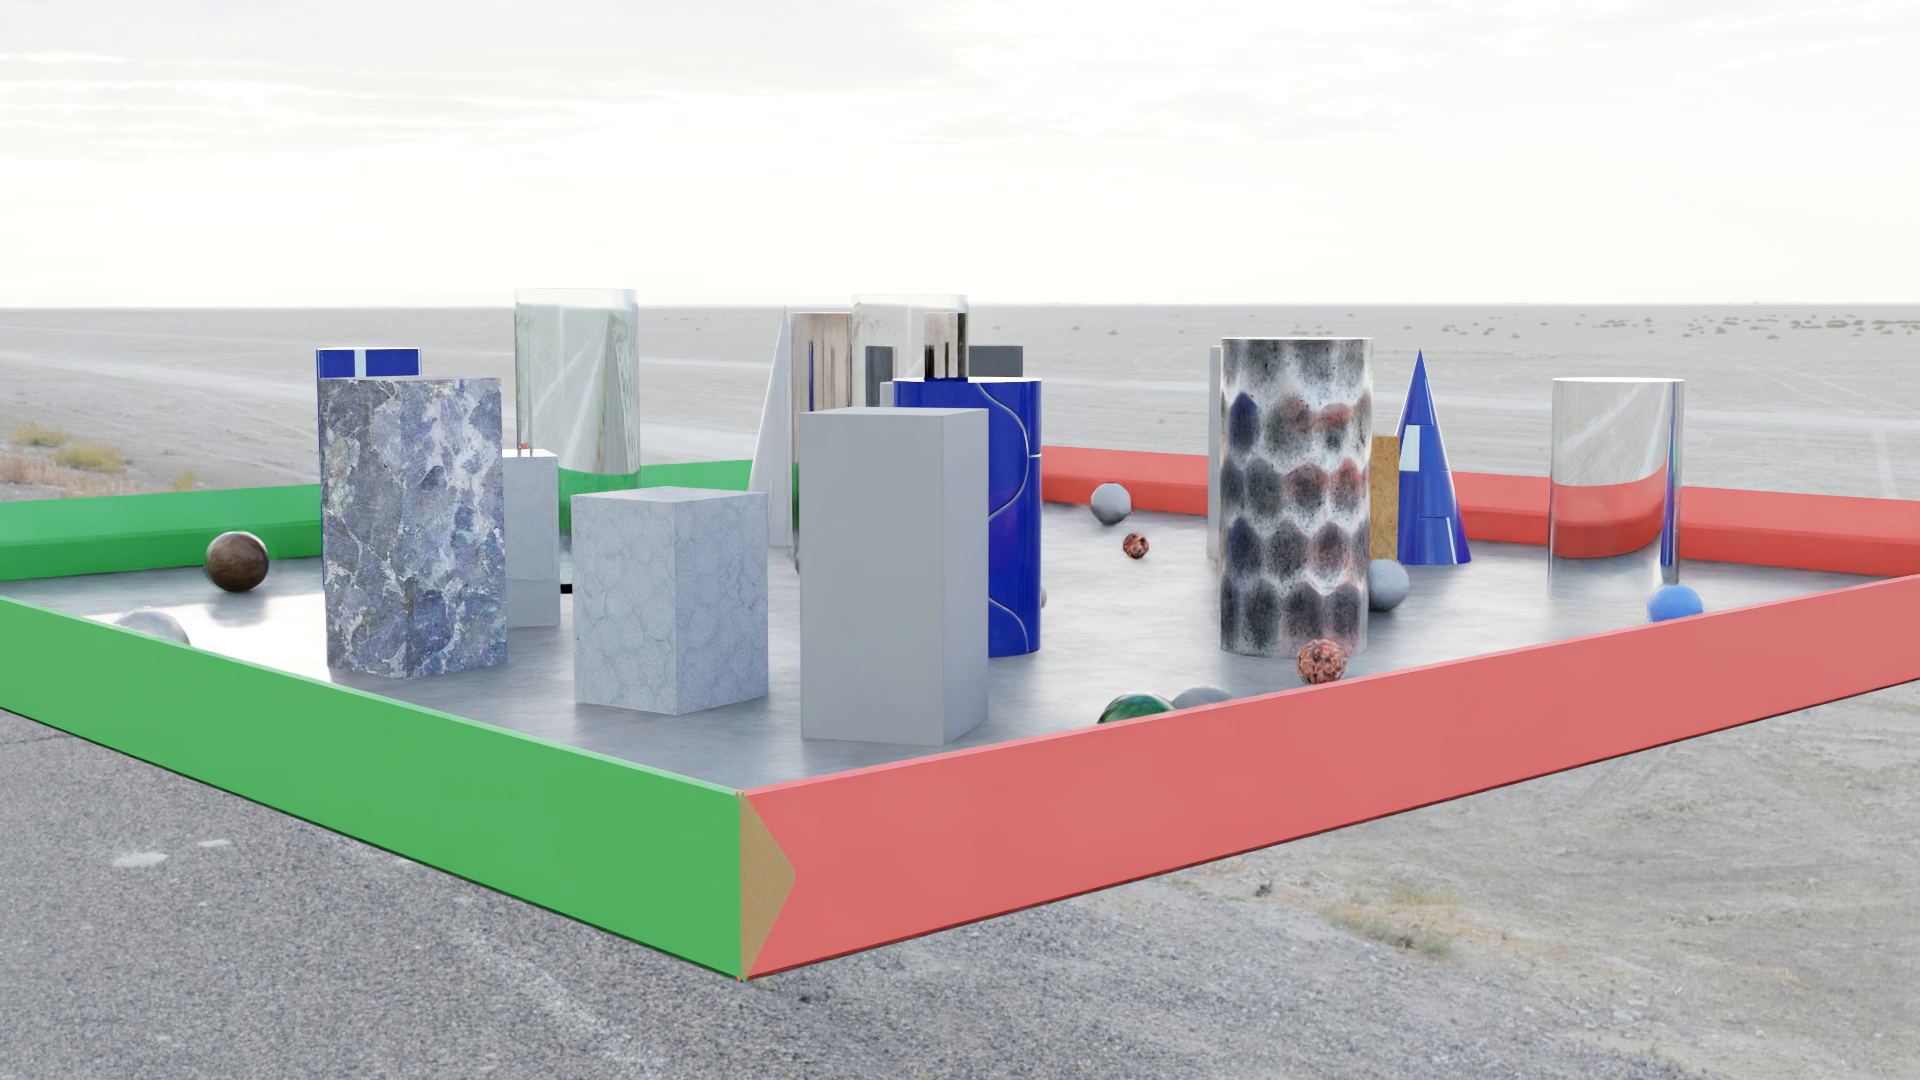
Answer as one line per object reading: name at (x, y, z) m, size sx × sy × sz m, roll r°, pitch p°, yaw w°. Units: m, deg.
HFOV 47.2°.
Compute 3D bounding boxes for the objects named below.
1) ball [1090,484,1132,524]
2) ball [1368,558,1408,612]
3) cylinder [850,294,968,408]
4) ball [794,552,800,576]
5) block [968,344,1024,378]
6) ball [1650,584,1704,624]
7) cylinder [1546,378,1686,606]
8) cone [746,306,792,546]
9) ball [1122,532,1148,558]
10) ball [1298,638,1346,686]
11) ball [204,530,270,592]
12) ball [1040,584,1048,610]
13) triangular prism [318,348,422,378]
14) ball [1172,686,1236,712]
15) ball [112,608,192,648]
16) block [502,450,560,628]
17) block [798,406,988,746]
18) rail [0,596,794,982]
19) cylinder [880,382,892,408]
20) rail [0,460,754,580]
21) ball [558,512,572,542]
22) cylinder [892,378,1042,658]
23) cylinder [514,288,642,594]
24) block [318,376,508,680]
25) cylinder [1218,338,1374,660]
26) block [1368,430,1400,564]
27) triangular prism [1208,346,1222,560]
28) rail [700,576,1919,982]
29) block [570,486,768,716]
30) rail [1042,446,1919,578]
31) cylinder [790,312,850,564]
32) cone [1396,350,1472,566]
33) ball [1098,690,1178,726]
ball at (0.314, -0.076, 4.580) m, size 0.086 × 0.086 × 0.086 m, roll 0°, pitch 6°, yaw 0°
ball at (0.626, 0.066, 3.261) m, size 0.078 × 0.078 × 0.078 m, roll 0°, pitch 6°, yaw 0°
cylinder at (-0.083, -0.172, 3.659) m, size 0.196 × 0.470 × 0.196 m, roll 0°, pitch 6°, yaw 0°
ball at (-0.236, 0.039, 3.579) m, size 0.067 × 0.067 × 0.067 m, roll 0°, pitch 6°, yaw 0°
block at (0.039, -0.175, 4.122) m, size 0.157 × 0.379 × 0.157 m, roll 0°, pitch 6°, yaw 1°
ball at (0.979, 0.097, 3.006) m, size 0.071 × 0.071 × 0.071 m, roll 0°, pitch 6°, yaw 0°
cylinder at (1.012, -0.079, 3.400) m, size 0.196 × 0.338 × 0.196 m, roll 0°, pitch 6°, yaw 0°
cone at (-0.336, -0.228, 4.251) m, size 0.196 × 0.457 × 0.196 m, roll 0°, pitch 6°, yaw 0°
ball at (0.316, 0.010, 3.948) m, size 0.047 × 0.047 × 0.047 m, roll 0°, pitch 6°, yaw 0°
ball at (0.429, 0.146, 2.608) m, size 0.057 × 0.057 × 0.057 m, roll 0°, pitch 6°, yaw 0°
ball at (-1.142, 0.034, 3.473) m, size 0.098 × 0.098 × 0.098 m, roll 0°, pitch 6°, yaw 0°
ball at (0.104, 0.084, 3.232) m, size 0.050 × 0.050 × 0.050 m, roll 0°, pitch 6°, yaw 0°
triangular prism at (-0.988, -0.123, 3.606) m, size 0.170 × 0.383 × 0.147 m, roll -4°, pitch 7°, yaw -35°
ball at (0.239, 0.182, 2.153) m, size 0.078 × 0.078 × 0.078 m, roll 0°, pitch 6°, yaw 0°
ball at (-0.950, 0.129, 2.568) m, size 0.098 × 0.098 × 0.098 m, roll 0°, pitch 6°, yaw 0°
block at (-0.665, -0.004, 3.156) m, size 0.157 × 0.240 × 0.157 m, roll -2°, pitch 6°, yaw -18°
block at (-0.068, 0.033, 2.332) m, size 0.157 × 0.339 × 0.157 m, roll 2°, pitch 6°, yaw 18°
rail at (-1.003, 0.129, 2.412) m, size 0.045 × 0.127 × 2.582 m, roll -5°, pitch 8°, yaw -42°
cylinder at (-0.020, -0.063, 3.251) m, size 0.196 × 0.338 × 0.196 m, roll 0°, pitch 6°, yaw 0°
rail at (-0.859, -0.064, 4.258) m, size 2.777 × 0.127 × 0.045 m, roll -5°, pitch 8°, yaw -42°
ball at (-0.764, -0.026, 4.238) m, size 0.058 × 0.058 × 0.058 m, roll 0°, pitch 6°, yaw 0°
cylinder at (0.009, -0.034, 2.899) m, size 0.196 × 0.354 × 0.196 m, roll 0°, pitch 6°, yaw 0°
cylinder at (-0.613, -0.163, 3.533) m, size 0.196 × 0.478 × 0.196 m, roll 0°, pitch 6°, yaw 0°
block at (-0.683, -0.022, 2.750) m, size 0.157 × 0.360 × 0.157 m, roll 5°, pitch 8°, yaw 37°
cylinder at (0.439, -0.060, 2.887) m, size 0.196 × 0.408 × 0.196 m, roll 0°, pitch 6°, yaw 0°
block at (0.573, -0.034, 3.366) m, size 0.157 × 0.257 × 0.157 m, roll 0°, pitch 6°, yaw -4°
triangular prism at (0.556, -0.154, 3.920) m, size 0.147 × 0.380 × 0.170 m, roll -5°, pitch 8°, yaw -37°
rail at (0.859, 0.130, 2.406) m, size 2.777 × 0.127 × 0.045 m, roll -5°, pitch 8°, yaw -42°
block at (-0.331, 0.065, 2.521) m, size 0.157 × 0.236 × 0.157 m, roll 4°, pitch 7°, yaw 35°
rail at (1.003, -0.063, 4.252) m, size 0.045 × 0.127 × 2.582 m, roll -5°, pitch 8°, yaw -42°
cylinder at (-0.200, -0.180, 3.876) m, size 0.196 × 0.440 × 0.196 m, roll 0°, pitch 6°, yaw 0°
cone at (0.818, -0.155, 3.927) m, size 0.196 × 0.379 × 0.196 m, roll 0°, pitch 6°, yaw 0°
ball at (0.172, 0.186, 2.084) m, size 0.086 × 0.086 × 0.086 m, roll 0°, pitch 6°, yaw 0°
